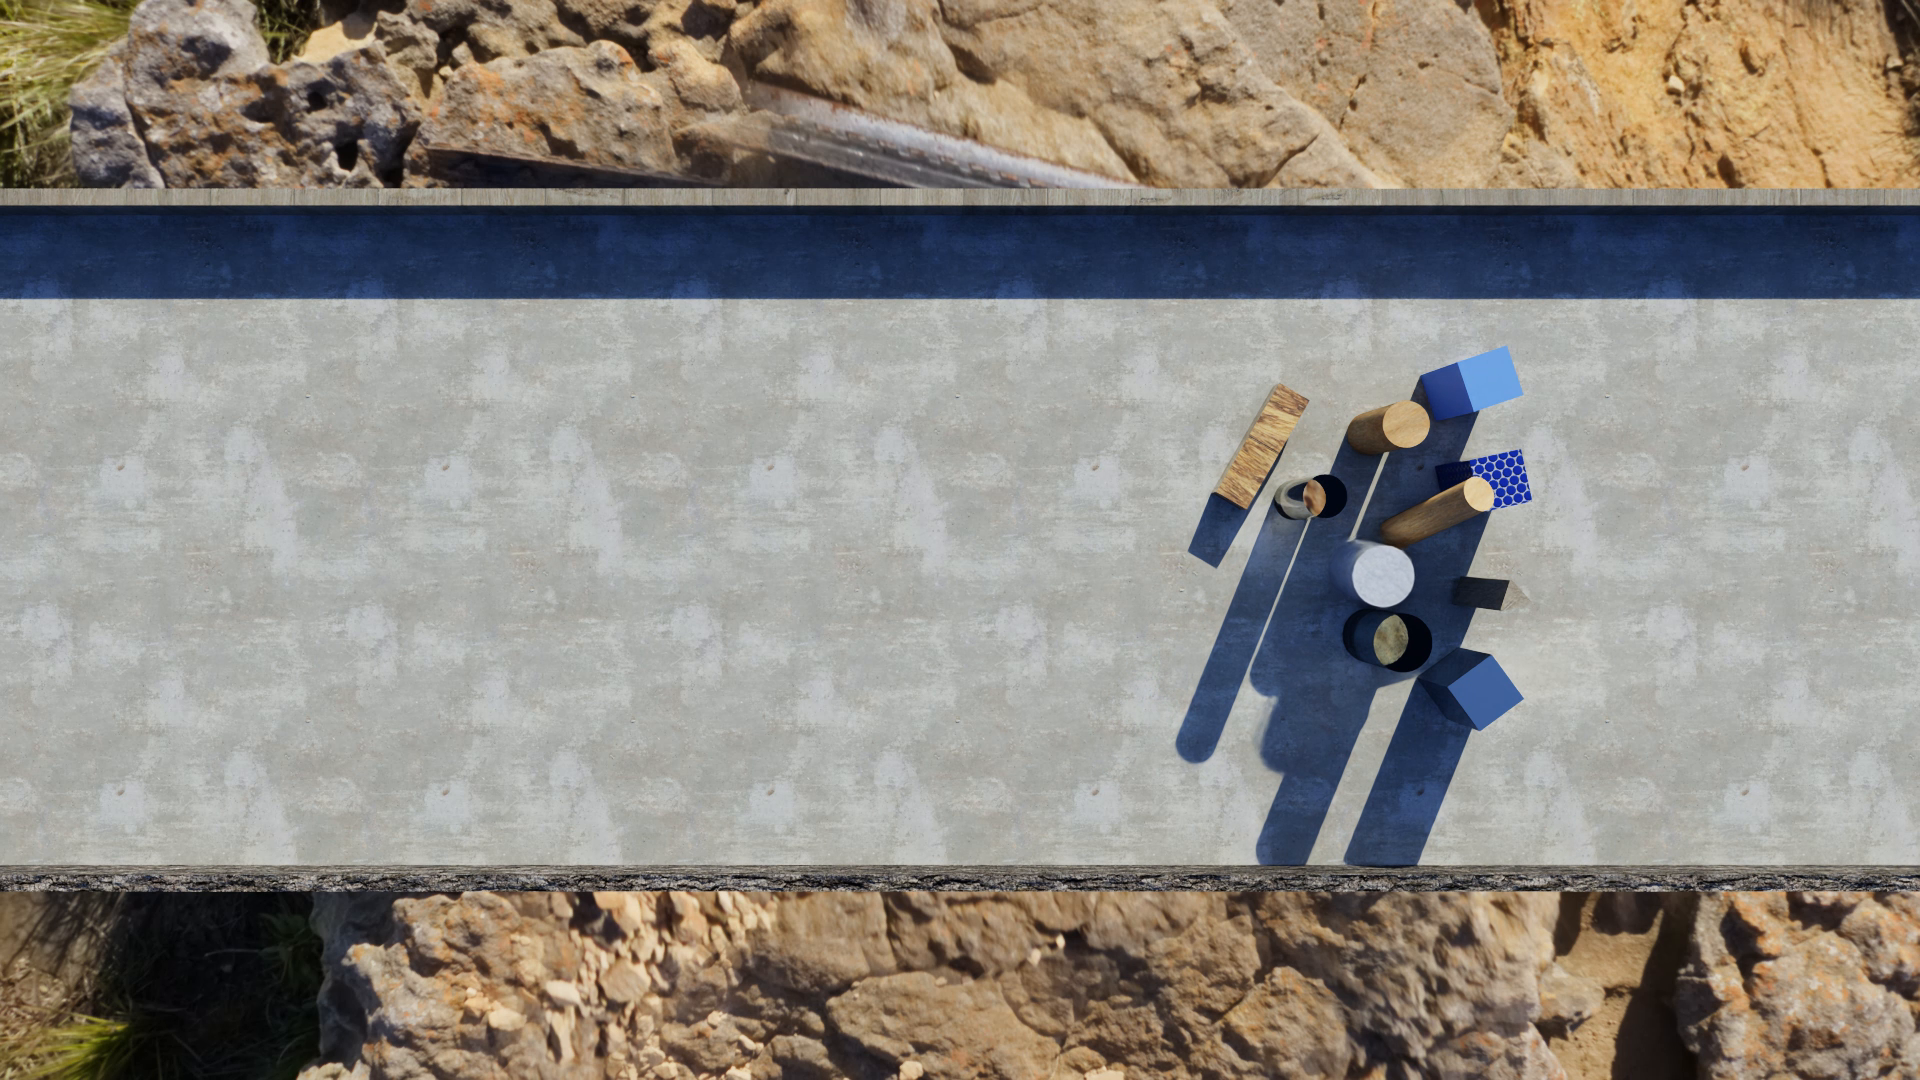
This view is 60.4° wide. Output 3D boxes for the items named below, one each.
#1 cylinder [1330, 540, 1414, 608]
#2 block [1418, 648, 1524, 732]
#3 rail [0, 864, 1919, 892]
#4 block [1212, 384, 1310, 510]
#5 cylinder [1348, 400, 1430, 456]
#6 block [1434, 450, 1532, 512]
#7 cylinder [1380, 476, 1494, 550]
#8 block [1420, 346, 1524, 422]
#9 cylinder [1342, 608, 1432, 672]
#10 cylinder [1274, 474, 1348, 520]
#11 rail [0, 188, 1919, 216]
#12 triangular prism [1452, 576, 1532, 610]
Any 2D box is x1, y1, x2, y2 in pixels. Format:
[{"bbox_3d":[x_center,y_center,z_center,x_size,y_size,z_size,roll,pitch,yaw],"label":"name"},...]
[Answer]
[{"bbox_3d":[1.224,0.096,4.917,0.180,0.310,0.180,0,93,0],"label":"cylinder"},{"bbox_3d":[1.515,0.441,4.915,0.159,0.324,0.159,-36,90,0],"label":"block"},{"bbox_3d":[-2.247,1.025,5.001,12.000,0.150,0.050,0,90,0],"label":"rail"},{"bbox_3d":[0.914,-0.283,5.024,0.105,0.105,0.380,30,90,0],"label":"block"},{"bbox_3d":[1.257,-0.326,4.862,0.132,0.430,0.132,0,90,0],"label":"cylinder"},{"bbox_3d":[1.558,-0.170,4.922,0.155,0.302,0.155,-12,90,-3],"label":"block"},{"bbox_3d":[1.403,-0.074,4.869,0.103,0.412,0.103,6,72,-19],"label":"cylinder"},{"bbox_3d":[1.511,-0.460,4.887,0.150,0.379,0.150,-19,90,0],"label":"block"},{"bbox_3d":[1.261,0.293,4.885,0.168,0.382,0.168,0,90,0],"label":"cylinder"},{"bbox_3d":[1.029,-0.123,4.860,0.124,0.433,0.124,0,90,0],"label":"cylinder"},{"bbox_3d":[-2.247,-1.025,5.002,12.000,0.150,0.050,0,90,0],"label":"rail"},{"bbox_3d":[1.551,0.150,4.848,0.089,0.458,0.077,-12,90,0],"label":"triangular prism"}]
